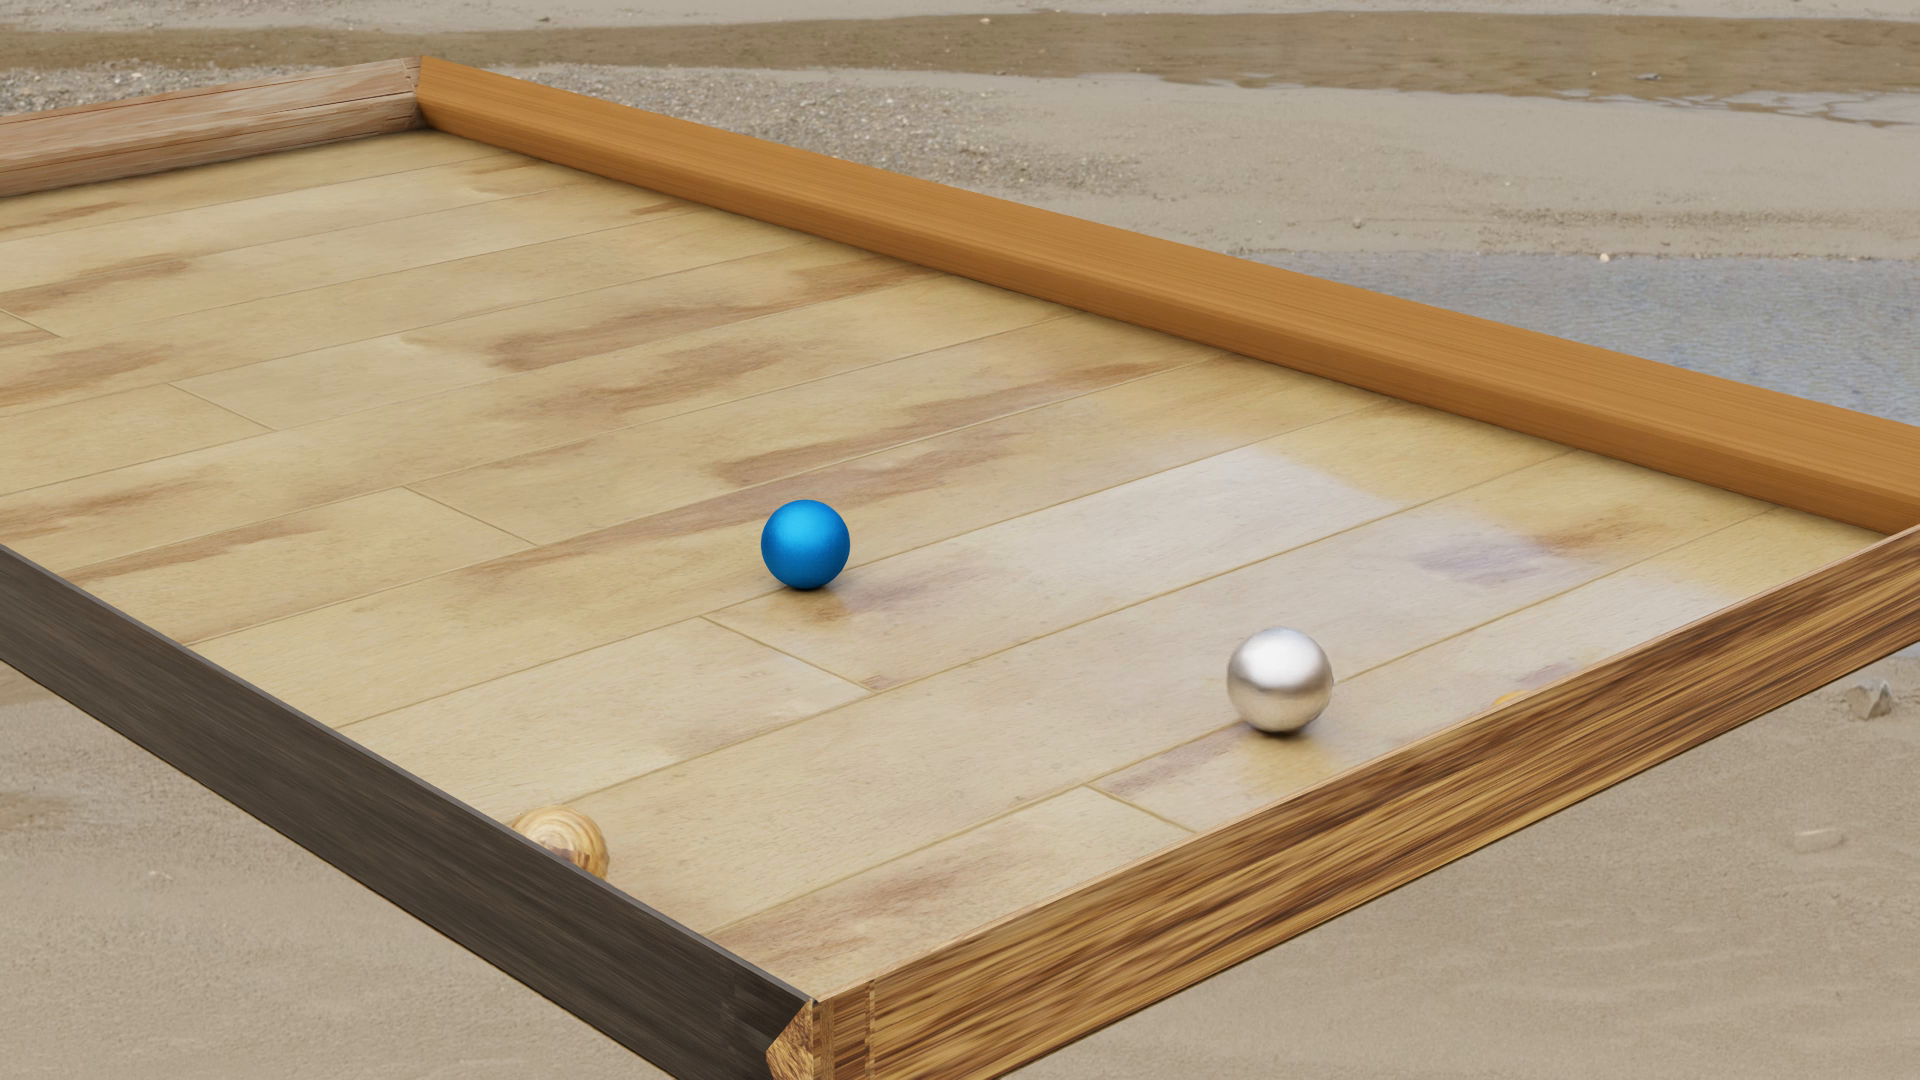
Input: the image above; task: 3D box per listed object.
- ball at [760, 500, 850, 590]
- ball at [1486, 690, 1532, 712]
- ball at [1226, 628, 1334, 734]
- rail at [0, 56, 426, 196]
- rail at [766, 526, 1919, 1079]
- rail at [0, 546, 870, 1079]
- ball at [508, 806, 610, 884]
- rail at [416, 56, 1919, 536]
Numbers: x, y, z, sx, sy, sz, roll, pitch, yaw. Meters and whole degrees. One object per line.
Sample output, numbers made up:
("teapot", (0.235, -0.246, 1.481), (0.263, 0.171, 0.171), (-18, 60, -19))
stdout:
("ball", (-0.145, 0.004, 2.753), (0.084, 0.084, 0.084), (0, 20, 0))
("ball", (0.453, 0.154, 2.365), (0.066, 0.066, 0.066), (0, 20, 0))
("ball", (0.265, 0.116, 2.436), (0.088, 0.088, 0.088), (0, 20, 0))
("rail", (-1.399, -0.536, 4.198), (1.523, 0.114, 0.045), (-17, 26, -39))
("rail", (0.456, 0.152, 2.297), (1.523, 0.114, 0.045), (-17, 26, -39))
("rail", (-1.015, -0.023, 2.779), (0.045, 0.114, 2.791), (-17, 26, -39))
("ball", (-0.294, 0.232, 2.128), (0.080, 0.080, 0.080), (0, 20, 0))
("rail", (0.072, -0.362, 3.716), (0.045, 0.114, 2.791), (-17, 26, -39))
